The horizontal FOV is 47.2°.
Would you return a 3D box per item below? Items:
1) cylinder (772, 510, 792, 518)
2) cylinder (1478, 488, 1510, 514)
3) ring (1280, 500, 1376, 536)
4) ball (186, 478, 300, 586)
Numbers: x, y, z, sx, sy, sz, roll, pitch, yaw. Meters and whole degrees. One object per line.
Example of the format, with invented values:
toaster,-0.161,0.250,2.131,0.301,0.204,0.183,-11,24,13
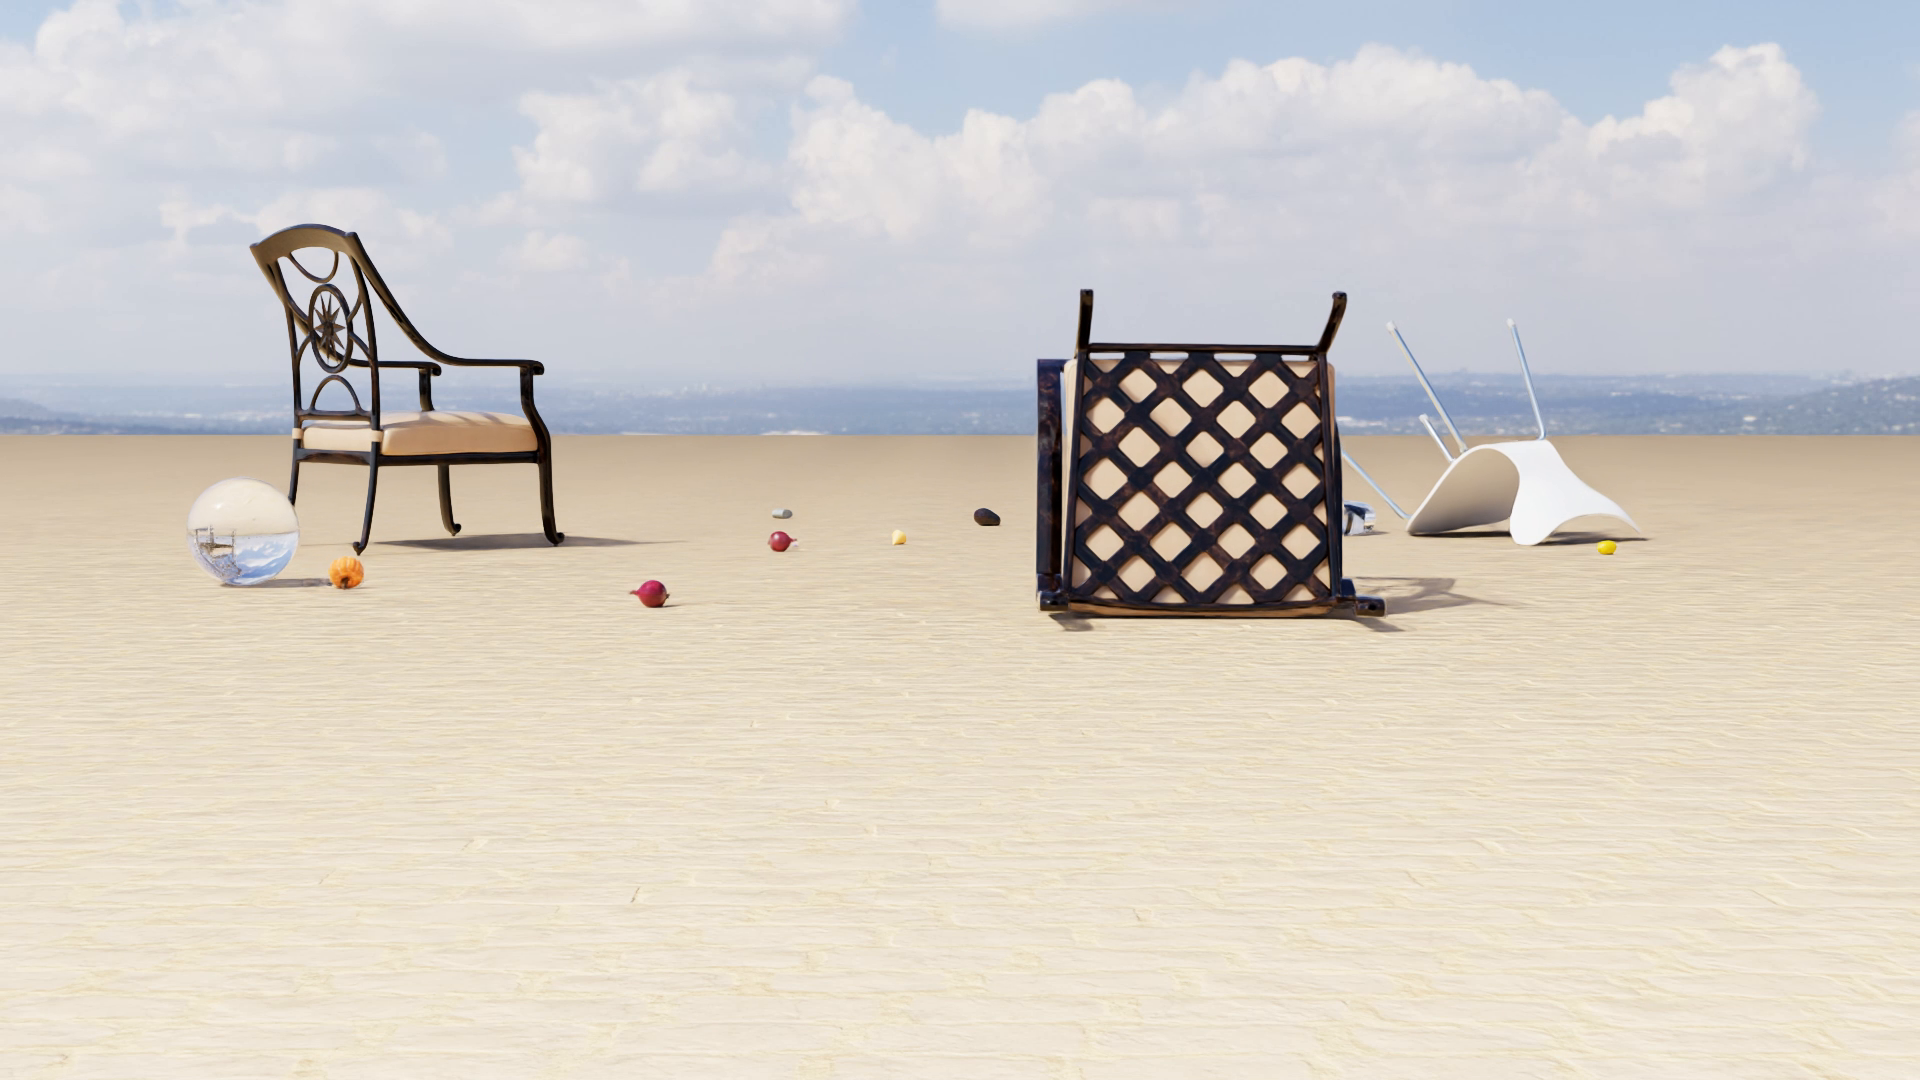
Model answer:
cylinder,-0.617,-0.091,7.640,0.047,0.031,0.056,3,2,35
cylinder,1.921,-0.141,7.913,0.077,0.094,0.084,-2,-3,-30
ring,1.147,-0.071,6.860,0.299,0.101,0.381,2,3,14
ball,-1.638,-0.020,5.026,0.248,0.248,0.248,0,4,0
